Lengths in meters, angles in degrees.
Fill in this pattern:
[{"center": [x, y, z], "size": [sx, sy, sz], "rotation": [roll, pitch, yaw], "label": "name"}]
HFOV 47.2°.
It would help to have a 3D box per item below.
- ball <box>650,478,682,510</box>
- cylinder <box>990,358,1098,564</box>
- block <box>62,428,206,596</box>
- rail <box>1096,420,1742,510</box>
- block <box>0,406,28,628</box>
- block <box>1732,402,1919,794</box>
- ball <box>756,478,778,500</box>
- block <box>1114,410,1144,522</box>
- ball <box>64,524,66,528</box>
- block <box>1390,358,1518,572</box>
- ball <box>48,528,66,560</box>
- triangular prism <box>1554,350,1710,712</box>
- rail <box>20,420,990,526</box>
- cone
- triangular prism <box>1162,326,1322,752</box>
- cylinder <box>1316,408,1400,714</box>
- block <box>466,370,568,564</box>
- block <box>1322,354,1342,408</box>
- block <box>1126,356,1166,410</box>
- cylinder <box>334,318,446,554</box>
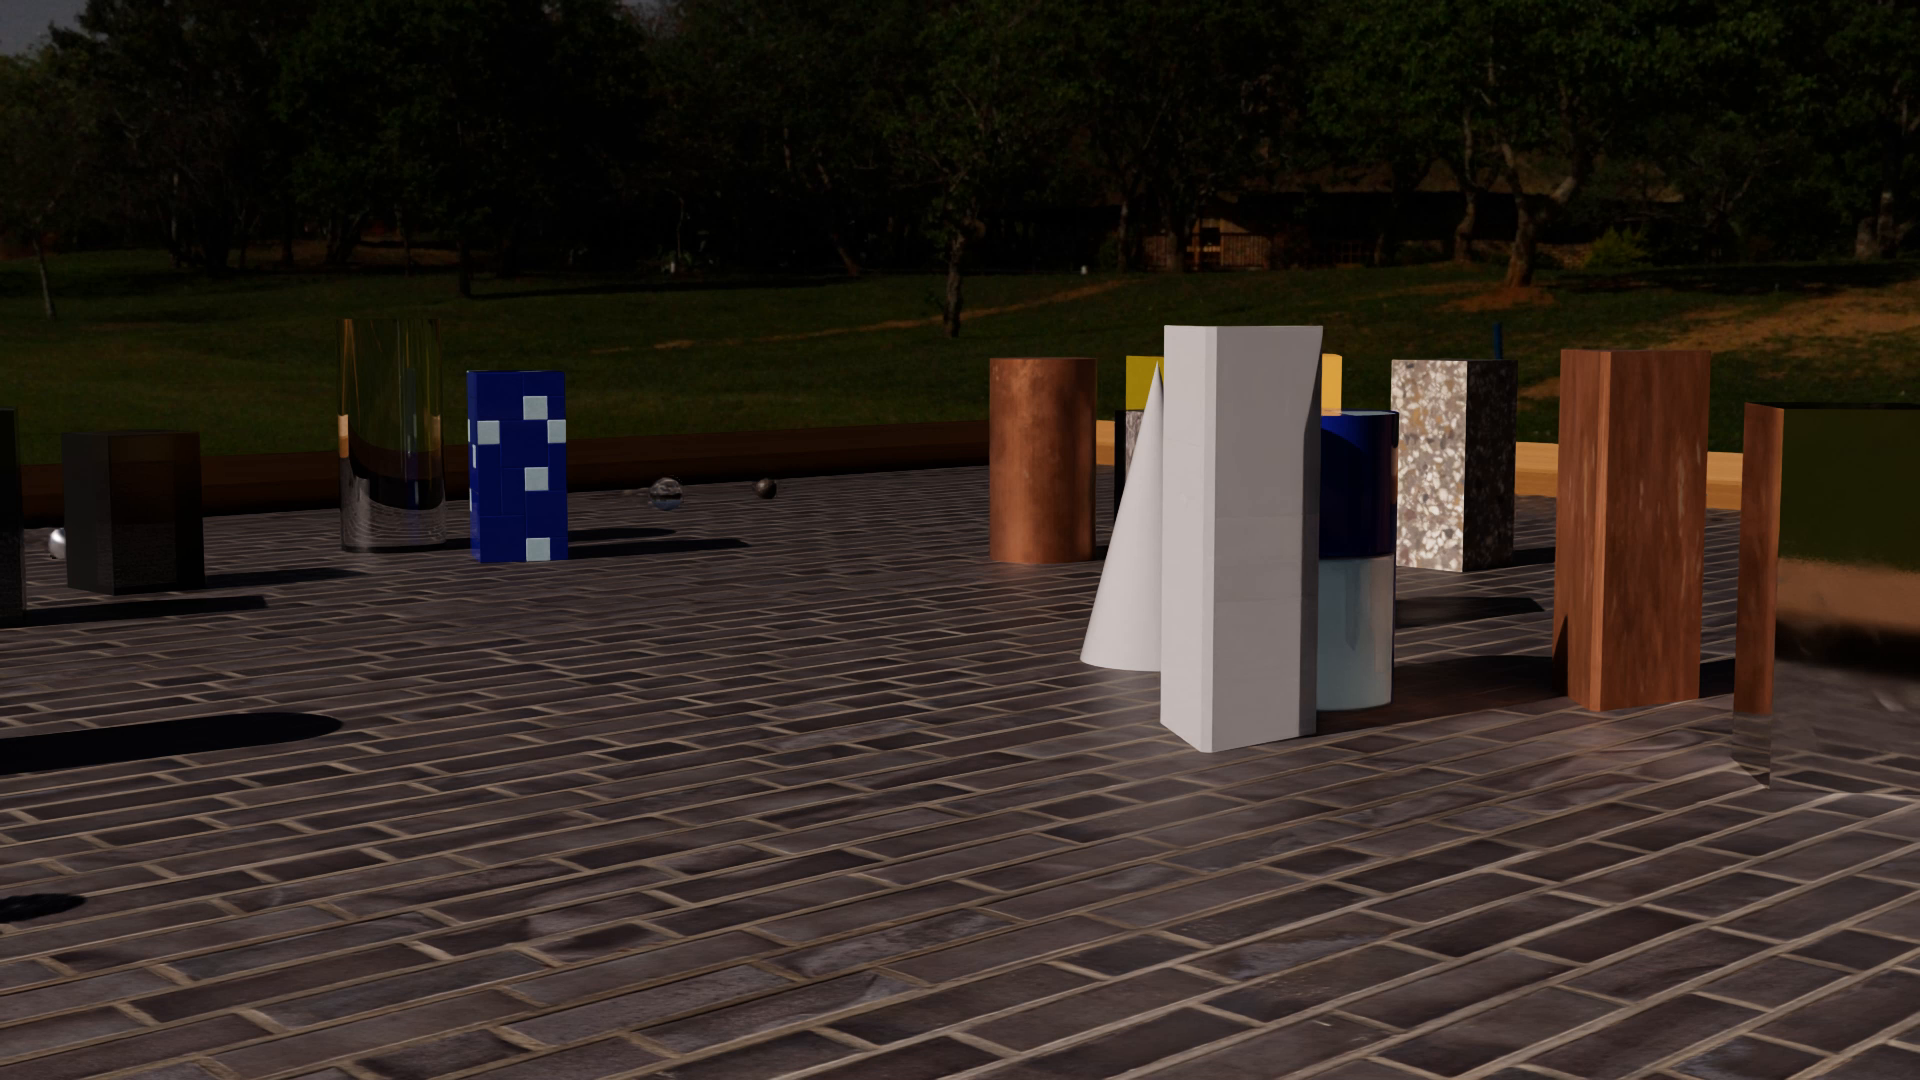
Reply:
[{"center": [-0.648, -0.101, 4.851], "size": [0.074, 0.074, 0.074], "rotation": [0, 6, 0], "label": "ball"}, {"center": [0.148, -0.146, 3.926], "size": [0.191, 0.356, 0.191], "rotation": [0, 6, 0], "label": "cylinder"}, {"center": [-1.320, -0.048, 3.513], "size": [0.153, 0.248, 0.153], "rotation": [5, 8, 42], "label": "block"}, {"center": [1.682, -0.130, 4.875], "size": [0.045, 0.124, 4.322], "rotation": [-6, 8, -42], "label": "rail"}, {"center": [-1.410, -0.033, 3.107], "size": [0.153, 0.304, 0.153], "rotation": [-2, 6, -21], "label": "block"}, {"center": [0.834, 0.050, 2.083], "size": [0.153, 0.353, 0.153], "rotation": [1, 6, 7], "label": "block"}, {"center": [-0.452, -0.119, 5.131], "size": [0.051, 0.051, 0.051], "rotation": [0, 6, 0], "label": "ball"}, {"center": [0.382, -0.099, 3.922], "size": [0.153, 0.263, 0.153], "rotation": [-3, 7, -30], "label": "block"}, {"center": [-1.625, -0.015, 4.071], "size": [0.065, 0.065, 0.065], "rotation": [0, 6, 0], "label": "ball"}, {"center": [0.854, -0.134, 3.814], "size": [0.153, 0.356, 0.153], "rotation": [-6, 8, -43], "label": "block"}, {"center": [-1.588, 0.007, 3.900], "size": [0.058, 0.058, 0.058], "rotation": [0, 6, 0], "label": "ball"}, {"center": [0.739, -0.019, 2.521], "size": [0.166, 0.397, 0.144], "rotation": [-3, 7, -30], "label": "triangular prism"}, {"center": [-1.449, -0.132, 4.894], "size": [4.624, 0.124, 0.045], "rotation": [-6, 8, -42], "label": "rail"}, {"center": [0.248, -0.037, 2.783], "size": [0.191, 0.380, 0.191], "rotation": [0, 6, 0], "label": "cone"}, {"center": [0.265, -0.009, 2.296], "size": [0.166, 0.426, 0.144], "rotation": [-5, 8, -40], "label": "triangular prism"}, {"center": [0.400, 0.018, 2.505], "size": [0.191, 0.328, 0.191], "rotation": [0, 6, 0], "label": "cylinder"}, {"center": [-0.793, -0.135, 3.935], "size": [0.153, 0.333, 0.153], "rotation": [-2, 6, -19], "label": "block"}, {"center": [0.445, -0.066, 3.058], "size": [0.153, 0.380, 0.153], "rotation": [1, 6, 6], "label": "block"}, {"center": [0.442, -0.200, 4.475], "size": [0.153, 0.348, 0.153], "rotation": [-3, 7, -26], "label": "block"}, {"center": [-1.056, -0.197, 4.080], "size": [0.191, 0.425, 0.191], "rotation": [0, 6, 0], "label": "cylinder"}]
